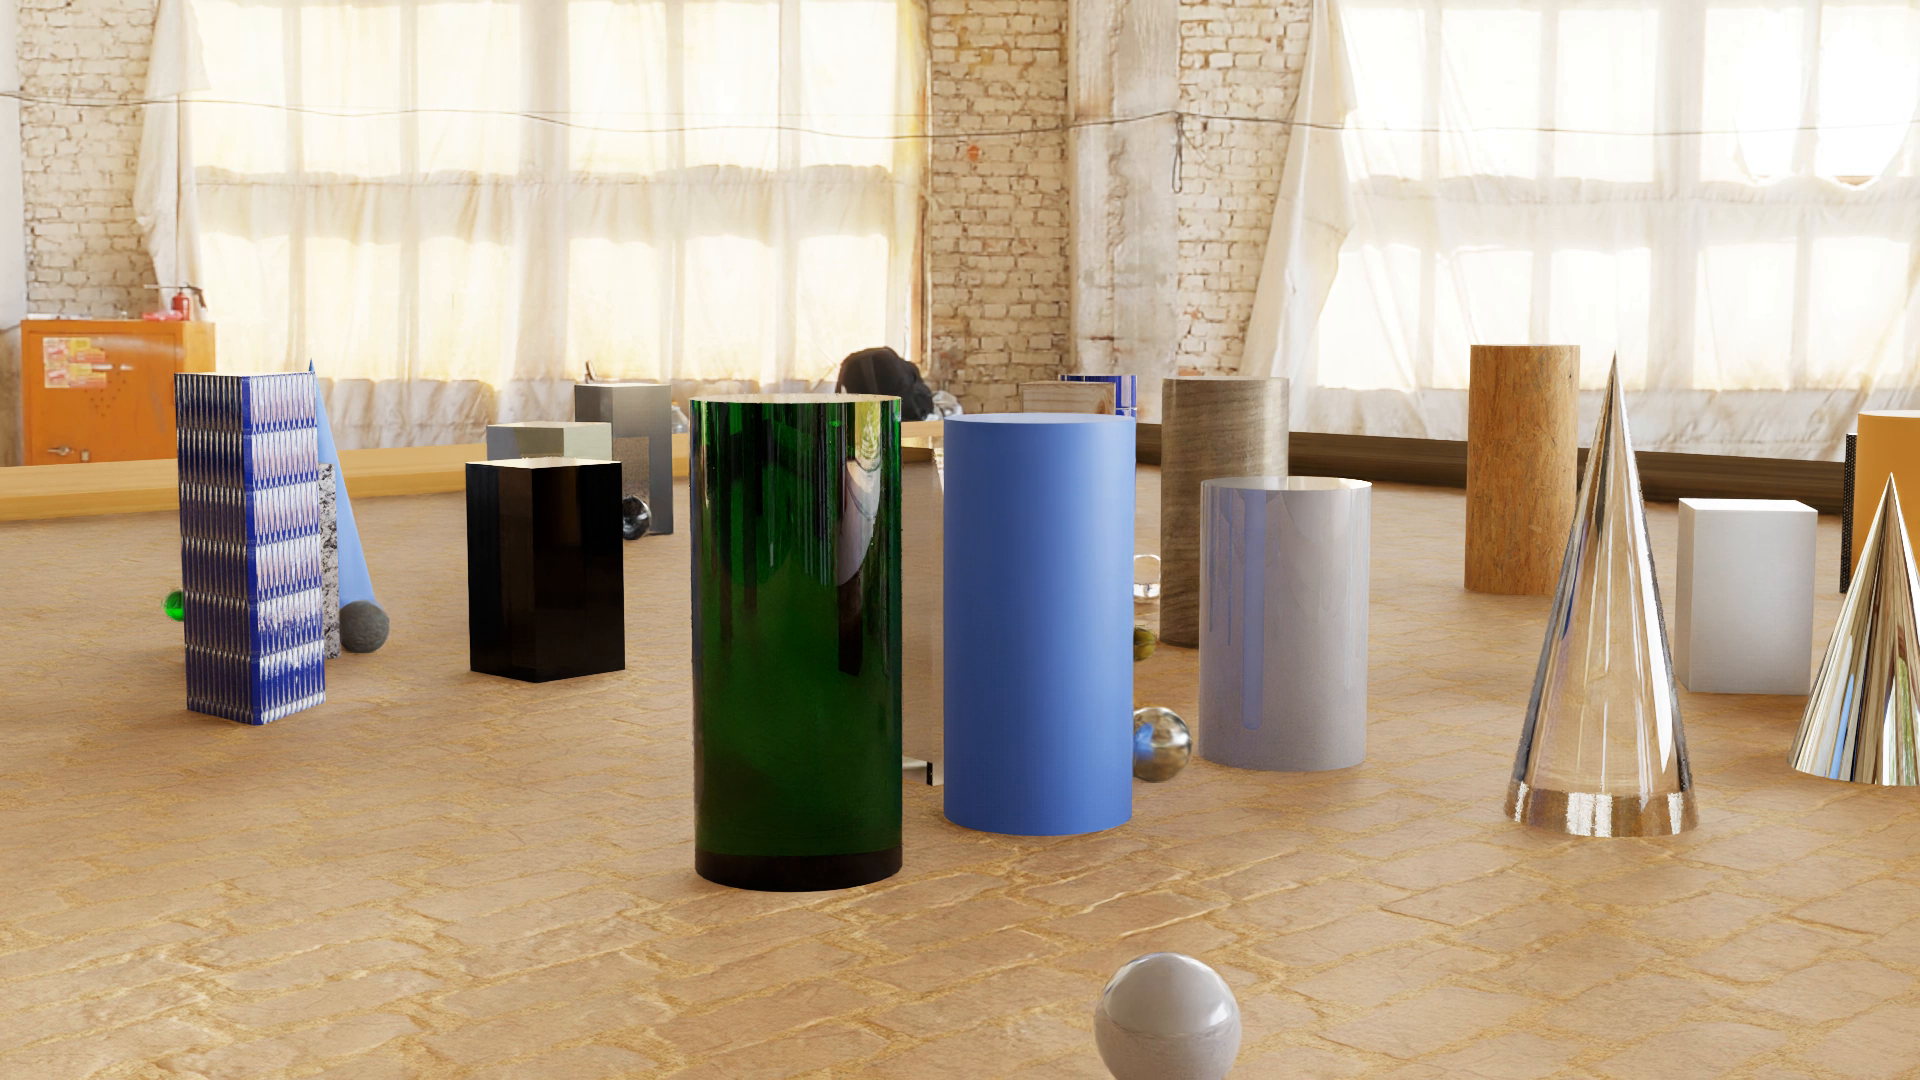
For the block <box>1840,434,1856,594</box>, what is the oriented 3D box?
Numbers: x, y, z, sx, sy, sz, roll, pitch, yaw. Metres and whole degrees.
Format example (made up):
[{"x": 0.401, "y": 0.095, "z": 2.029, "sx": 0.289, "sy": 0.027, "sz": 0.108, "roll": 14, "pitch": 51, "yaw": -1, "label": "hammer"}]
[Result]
[{"x": 1.426, "y": -0.036, "z": 3.303, "sx": 0.131, "sy": 0.242, "sz": 0.131, "roll": -3, "pitch": 7, "yaw": -25, "label": "block"}]

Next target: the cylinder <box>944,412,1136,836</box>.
[{"x": 0.068, "y": 0.067, "z": 1.894, "sx": 0.164, "sy": 0.344, "sz": 0.164, "roll": 0, "pitch": 6, "yaw": 0, "label": "cylinder"}]

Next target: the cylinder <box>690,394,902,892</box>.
[{"x": -0.127, "y": 0.073, "z": 1.719, "sx": 0.164, "sy": 0.369, "sz": 0.164, "roll": 0, "pitch": 6, "yaw": 0, "label": "cylinder"}]

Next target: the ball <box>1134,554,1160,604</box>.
[{"x": 0.273, "y": 0.057, "z": 3.225, "sx": 0.073, "sy": 0.073, "sz": 0.073, "roll": 0, "pitch": 6, "yaw": 0, "label": "ball"}]

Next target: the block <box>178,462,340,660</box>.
[{"x": -0.865, "y": 0.028, "z": 2.718, "sx": 0.131, "sy": 0.242, "sz": 0.131, "roll": 4, "pitch": 8, "yaw": 35, "label": "block"}]

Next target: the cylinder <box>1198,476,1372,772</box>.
[{"x": 0.316, "y": 0.078, "z": 2.147, "sx": 0.164, "sy": 0.267, "sz": 0.164, "roll": 0, "pitch": 6, "yaw": 0, "label": "cylinder"}]

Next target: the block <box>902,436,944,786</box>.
[{"x": -0.019, "y": 0.062, "z": 2.095, "sx": 0.131, "sy": 0.310, "sz": 0.131, "roll": -5, "pitch": 8, "yaw": -41, "label": "block"}]

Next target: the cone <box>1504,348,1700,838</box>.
[{"x": 0.556, "y": 0.037, "z": 1.886, "sx": 0.164, "sy": 0.405, "sz": 0.164, "roll": 0, "pitch": 6, "yaw": 0, "label": "cone"}]

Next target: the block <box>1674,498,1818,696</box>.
[{"x": 0.906, "y": 0.063, "z": 2.545, "sx": 0.131, "sy": 0.209, "sz": 0.131, "roll": 1, "pitch": 6, "yaw": 10, "label": "block"}]

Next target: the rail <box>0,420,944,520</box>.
[{"x": -1.422, "y": -0.140, "z": 4.865, "sx": 4.395, "sy": 0.106, "sz": 0.045, "roll": -6, "pitch": 8, "yaw": -42, "label": "rail"}]

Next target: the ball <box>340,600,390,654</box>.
[{"x": -0.753, "y": 0.109, "z": 2.771, "sx": 0.068, "sy": 0.068, "sz": 0.068, "roll": 0, "pitch": 6, "yaw": 0, "label": "ball"}]

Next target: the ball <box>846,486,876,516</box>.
[{"x": -0.204, "y": -0.081, "z": 4.539, "sx": 0.063, "sy": 0.063, "sz": 0.063, "roll": 0, "pitch": 6, "yaw": 0, "label": "ball"}]

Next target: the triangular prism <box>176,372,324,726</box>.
[{"x": -0.748, "y": 0.003, "z": 2.379, "sx": 0.142, "sy": 0.366, "sz": 0.123, "roll": 6, "pitch": 8, "yaw": 42, "label": "triangular prism"}]

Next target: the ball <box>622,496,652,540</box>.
[{"x": -0.611, "y": -0.039, "z": 4.070, "sx": 0.081, "sy": 0.081, "sz": 0.081, "roll": 0, "pitch": 6, "yaw": 0, "label": "ball"}]

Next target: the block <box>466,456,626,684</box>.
[{"x": -0.497, "y": 0.032, "z": 2.637, "sx": 0.131, "sy": 0.251, "sz": 0.131, "roll": 6, "pitch": 8, "yaw": 42, "label": "block"}]

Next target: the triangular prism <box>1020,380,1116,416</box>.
[{"x": 0.140, "y": -0.069, "z": 3.219, "sx": 0.142, "sy": 0.325, "sz": 0.123, "roll": -2, "pitch": 6, "yaw": -14, "label": "triangular prism"}]

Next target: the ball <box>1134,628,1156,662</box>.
[{"x": 0.221, "y": 0.129, "z": 2.716, "sx": 0.042, "sy": 0.042, "sz": 0.042, "roll": 0, "pitch": 6, "yaw": 0, "label": "ball"}]

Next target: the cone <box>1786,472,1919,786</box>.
[{"x": 0.877, "y": 0.076, "z": 2.086, "sx": 0.164, "sy": 0.283, "sz": 0.164, "roll": 0, "pitch": 6, "yaw": 0, "label": "cone"}]

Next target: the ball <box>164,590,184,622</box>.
[{"x": -1.082, "y": 0.091, "z": 3.054, "sx": 0.044, "sy": 0.044, "sz": 0.044, "roll": 0, "pitch": 6, "yaw": 0, "label": "ball"}]

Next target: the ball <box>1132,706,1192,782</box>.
[{"x": 0.180, "y": 0.189, "z": 2.034, "sx": 0.070, "sy": 0.070, "sz": 0.070, "roll": 0, "pitch": 6, "yaw": 0, "label": "ball"}]

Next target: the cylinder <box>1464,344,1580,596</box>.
[{"x": 0.863, "y": -0.112, "z": 3.380, "sx": 0.164, "sy": 0.375, "sz": 0.164, "roll": 0, "pitch": 6, "yaw": 0, "label": "cylinder"}]

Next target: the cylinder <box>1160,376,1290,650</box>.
[{"x": 0.343, "y": -0.039, "z": 2.861, "sx": 0.164, "sy": 0.343, "sz": 0.164, "roll": 0, "pitch": 6, "yaw": 0, "label": "cylinder"}]

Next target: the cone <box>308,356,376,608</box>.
[{"x": -0.897, "y": -0.072, "z": 3.058, "sx": 0.164, "sy": 0.366, "sz": 0.164, "roll": 0, "pitch": 6, "yaw": 0, "label": "cone"}]

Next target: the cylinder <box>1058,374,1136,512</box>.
[{"x": 0.289, "y": -0.205, "z": 4.636, "sx": 0.164, "sy": 0.287, "sz": 0.164, "roll": 0, "pitch": 6, "yaw": 0, "label": "cylinder"}]

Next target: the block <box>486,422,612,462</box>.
[{"x": -0.606, "y": -0.041, "z": 3.257, "sx": 0.131, "sy": 0.261, "sz": 0.131, "roll": 3, "pitch": 7, "yaw": 22, "label": "block"}]

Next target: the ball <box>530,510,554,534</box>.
[{"x": -0.796, "y": -0.034, "z": 4.194, "sx": 0.043, "sy": 0.043, "sz": 0.043, "roll": 0, "pitch": 6, "yaw": 0, "label": "ball"}]

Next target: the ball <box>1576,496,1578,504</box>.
[{"x": 1.216, "y": -0.055, "z": 4.286, "sx": 0.065, "sy": 0.065, "sz": 0.065, "roll": 0, "pitch": 6, "yaw": 0, "label": "ball"}]

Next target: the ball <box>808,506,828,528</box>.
[{"x": -0.277, "y": -0.044, "z": 4.291, "sx": 0.042, "sy": 0.042, "sz": 0.042, "roll": 0, "pitch": 6, "yaw": 0, "label": "ball"}]

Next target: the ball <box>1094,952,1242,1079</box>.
[{"x": 0.116, "y": 0.271, "z": 1.228, "sx": 0.082, "sy": 0.082, "sz": 0.082, "roll": 0, "pitch": 6, "yaw": 0, "label": "ball"}]

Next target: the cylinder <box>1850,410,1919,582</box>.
[{"x": 1.047, "y": 0.026, "z": 2.365, "sx": 0.164, "sy": 0.322, "sz": 0.164, "roll": 0, "pitch": 6, "yaw": 0, "label": "cylinder"}]

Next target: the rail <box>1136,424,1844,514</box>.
[{"x": 1.598, "y": -0.133, "z": 4.799, "sx": 0.045, "sy": 0.106, "sz": 4.242, "roll": -6, "pitch": 8, "yaw": -42, "label": "rail"}]

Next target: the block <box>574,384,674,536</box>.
[{"x": -0.638, "y": -0.153, "z": 4.177, "sx": 0.131, "sy": 0.283, "sz": 0.131, "roll": -6, "pitch": 8, "yaw": -41, "label": "block"}]
